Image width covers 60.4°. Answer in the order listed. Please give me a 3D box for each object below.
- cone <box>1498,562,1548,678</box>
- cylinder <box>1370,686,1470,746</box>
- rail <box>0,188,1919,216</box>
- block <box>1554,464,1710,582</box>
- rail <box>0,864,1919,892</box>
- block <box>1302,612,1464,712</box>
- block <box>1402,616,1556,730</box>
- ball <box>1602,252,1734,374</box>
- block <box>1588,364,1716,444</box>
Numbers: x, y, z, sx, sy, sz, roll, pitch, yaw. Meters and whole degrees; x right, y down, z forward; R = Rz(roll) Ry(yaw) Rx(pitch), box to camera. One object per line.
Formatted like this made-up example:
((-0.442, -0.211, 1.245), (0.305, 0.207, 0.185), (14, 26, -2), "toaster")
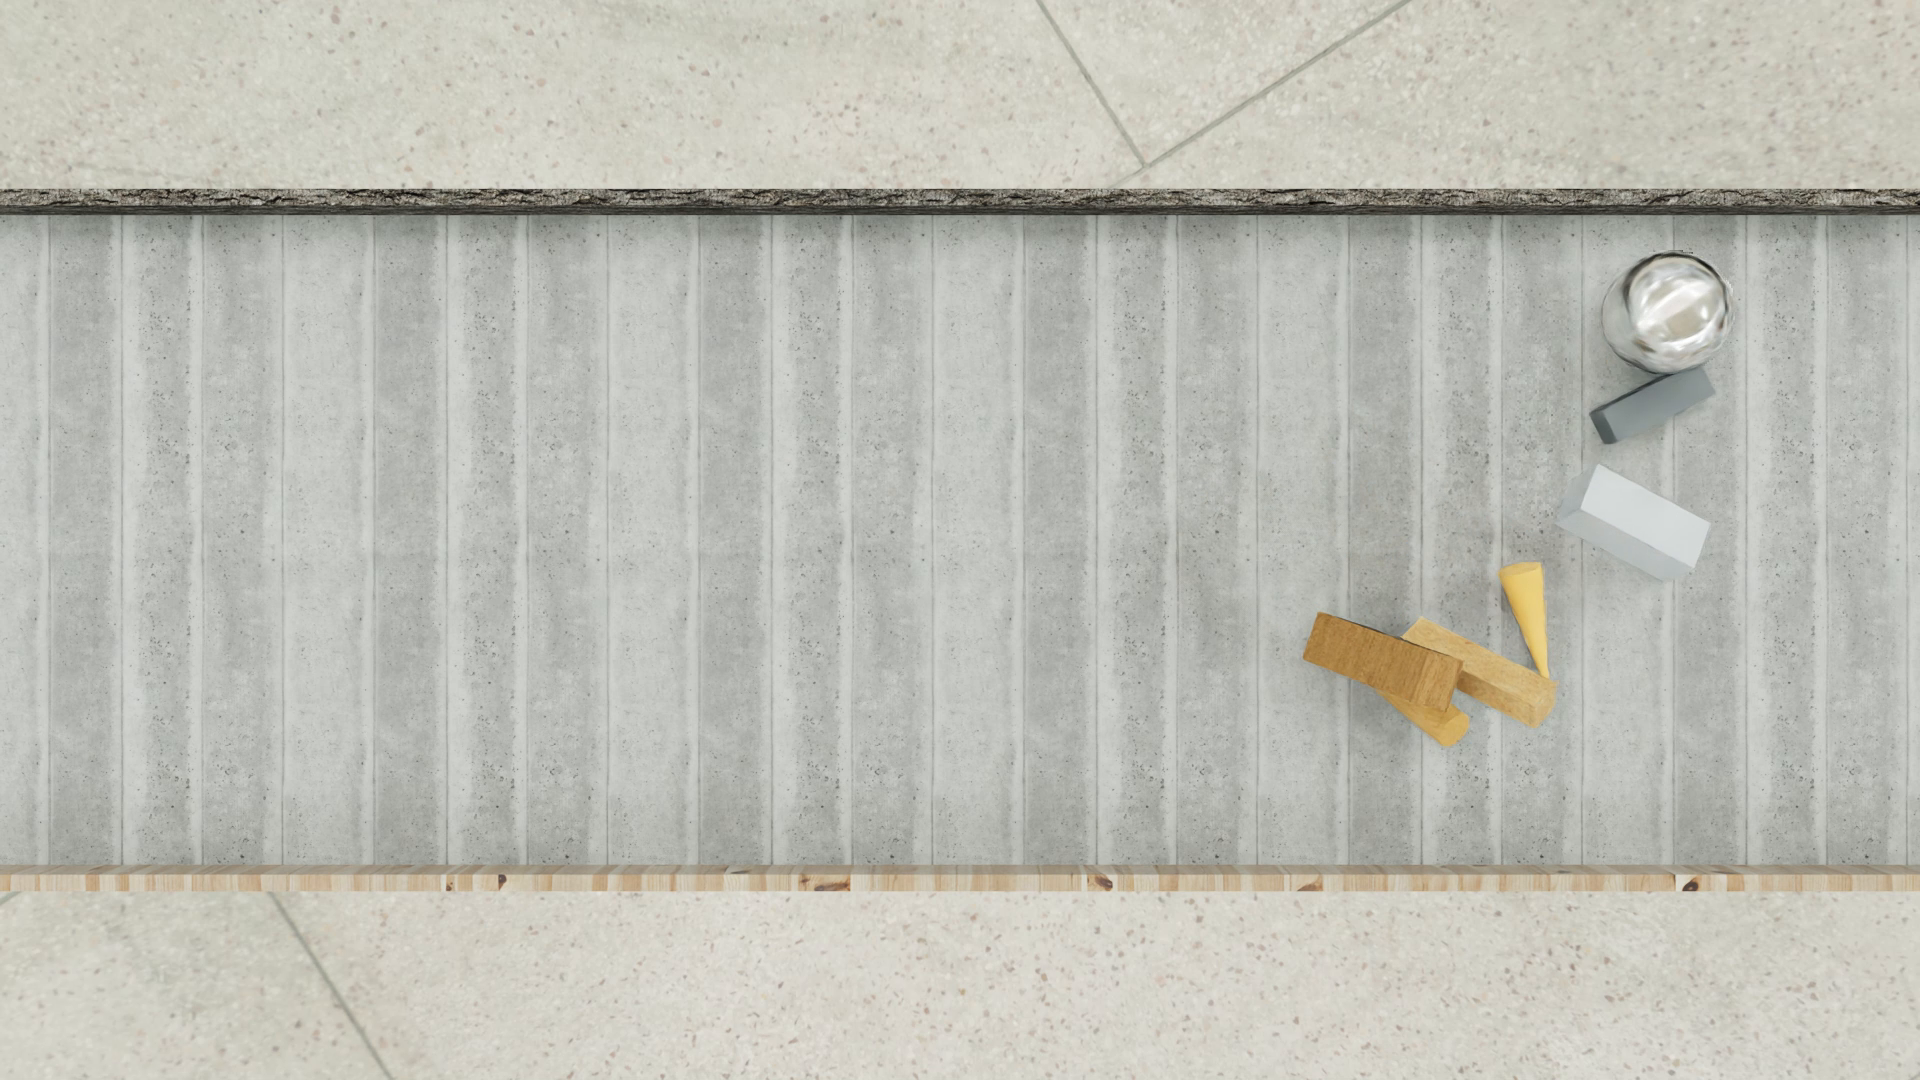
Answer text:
((1.757, 0.286, 5.044), (0.132, 0.132, 0.420), (-16, 99, 0), "cone")
((1.353, 0.471, 4.915), (0.114, 0.340, 0.114), (-18, 128, -25), "cylinder")
((-2.247, -1.025, 5.002), (12.000, 0.150, 0.050), (0, 90, 0), "rail")
((2.026, -0.050, 4.976), (0.380, 0.159, 0.159), (28, 72, 0), "block")
((-2.247, 1.025, 5.001), (12.000, 0.150, 0.050), (0, 90, 0), "rail")
((1.236, 0.352, 4.844), (0.153, 0.448, 0.153), (16, 93, -34), "block")
((1.529, 0.389, 4.883), (0.451, 0.105, 0.105), (30, 60, 37), "block")
((2.098, -0.672, 4.896), (0.360, 0.360, 0.360), (0, 90, 0), "ball")
((2.105, -0.416, 5.022), (0.330, 0.109, 0.109), (-27, 90, 0), "block")
